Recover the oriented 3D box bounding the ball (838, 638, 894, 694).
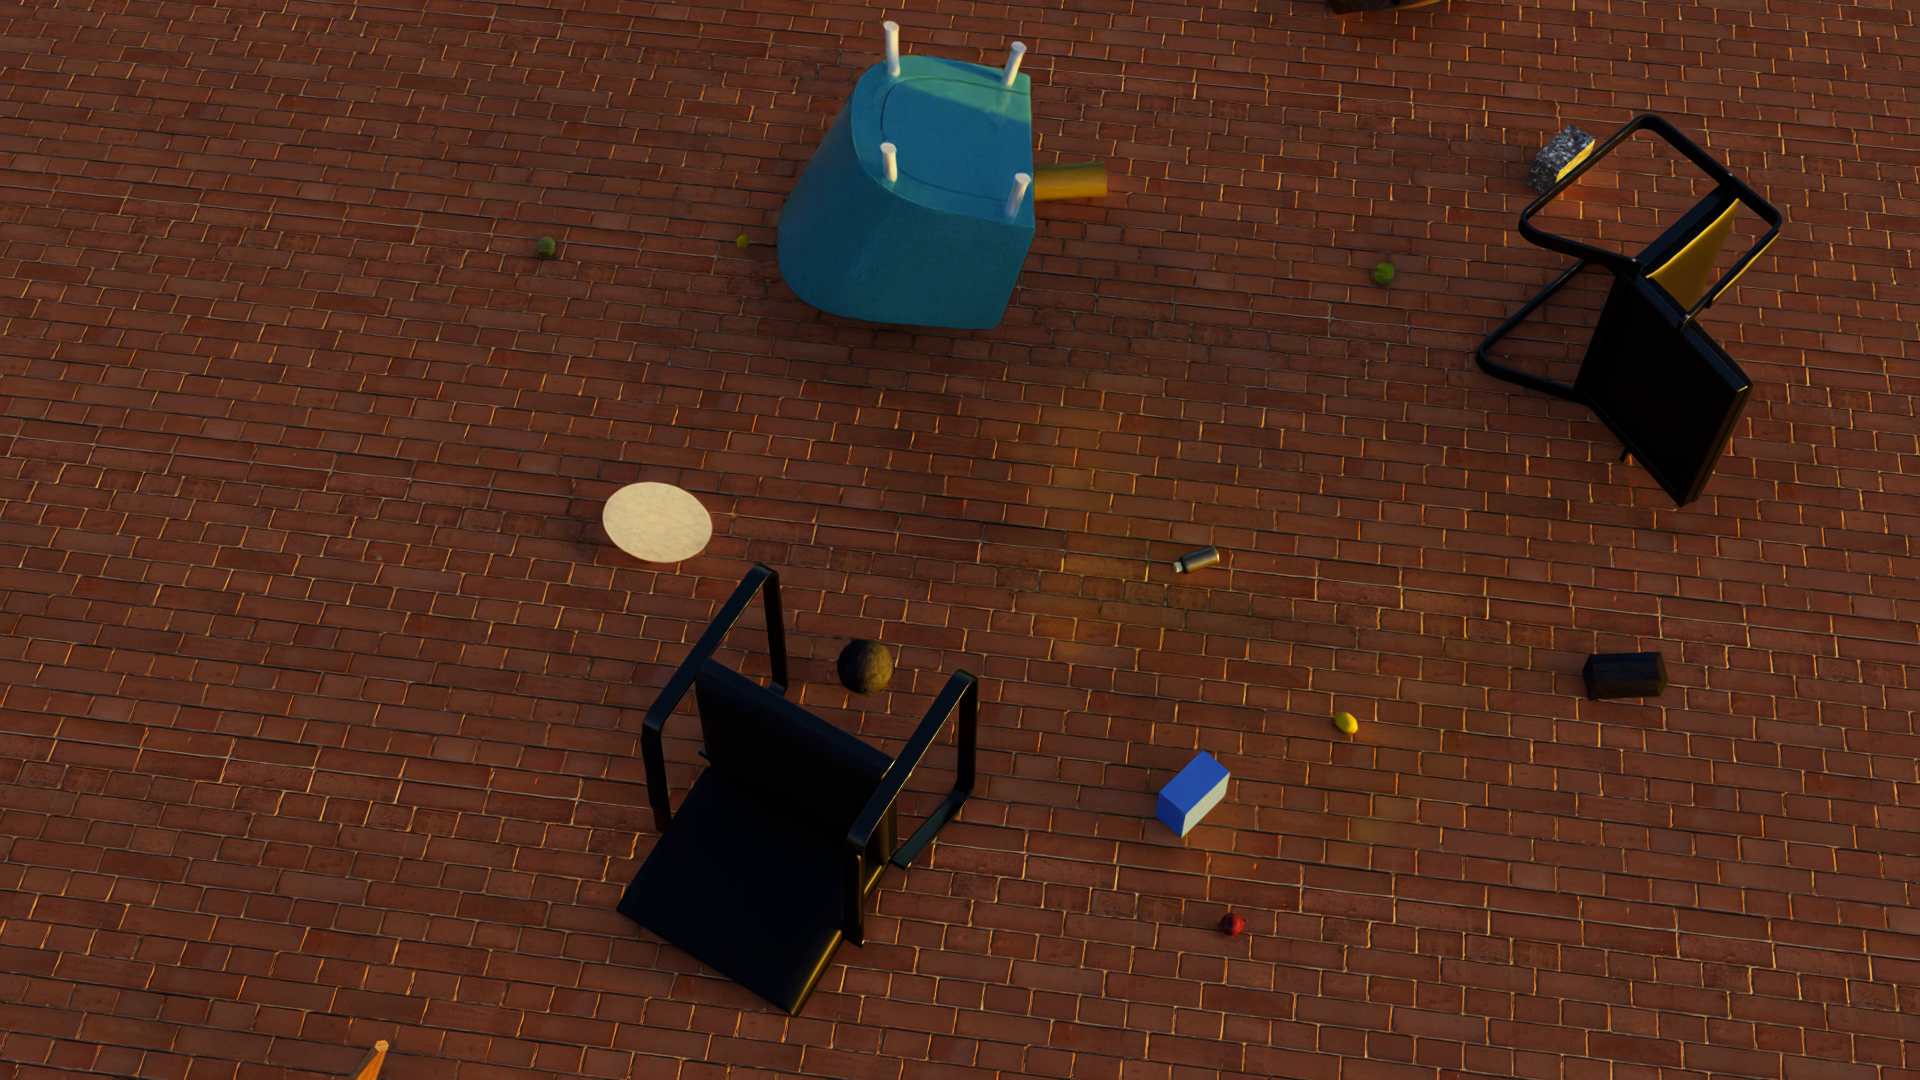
[{"bbox_3d":[-0.269,0.359,6.238,0.158,0.158,0.158,0,56,0],"label":"ball"}]

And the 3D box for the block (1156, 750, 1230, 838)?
[{"bbox_3d":[0.636,0.695,6.021,0.096,0.143,0.181,40,65,23],"label":"block"}]

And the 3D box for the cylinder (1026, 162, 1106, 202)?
[{"bbox_3d":[0.353,-1.191,7.305,0.256,0.113,0.116,-4,93,-3],"label":"cylinder"}]

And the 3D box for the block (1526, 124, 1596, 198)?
[{"bbox_3d":[2.007,-1.266,7.347,0.099,0.127,0.209,39,64,23],"label":"block"}]

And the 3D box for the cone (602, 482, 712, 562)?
[{"bbox_3d":[-0.918,-0.089,6.564,0.331,0.244,0.212,18,15,-22],"label":"cone"}]

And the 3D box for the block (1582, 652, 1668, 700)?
[{"bbox_3d":[1.892,0.386,6.258,0.205,0.094,0.093,-2,56,-2],"label":"block"}]
